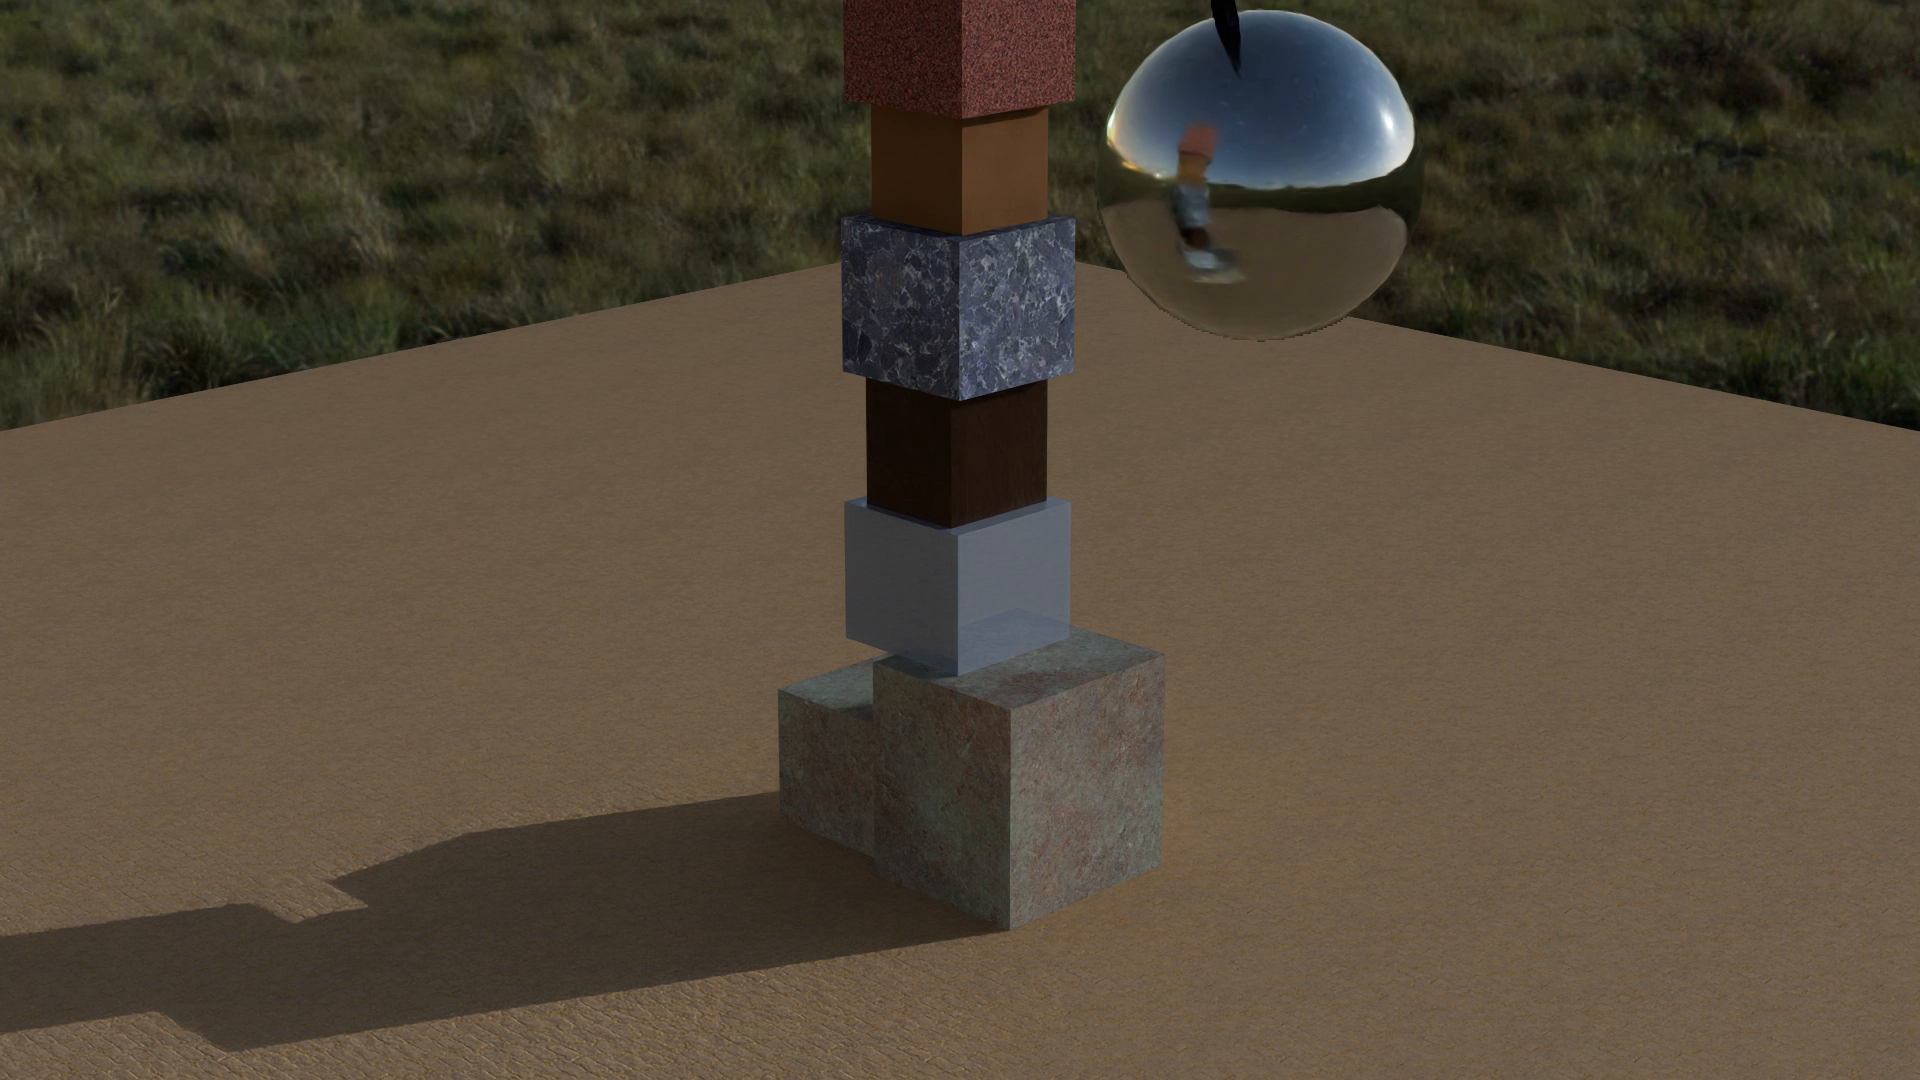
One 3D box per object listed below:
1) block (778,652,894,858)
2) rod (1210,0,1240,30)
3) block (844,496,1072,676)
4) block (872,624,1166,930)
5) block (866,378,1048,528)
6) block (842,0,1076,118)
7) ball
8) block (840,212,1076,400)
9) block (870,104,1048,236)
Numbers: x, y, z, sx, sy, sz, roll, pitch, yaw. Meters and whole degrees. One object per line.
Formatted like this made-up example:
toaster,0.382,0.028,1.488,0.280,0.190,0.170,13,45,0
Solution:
block,-0.304,1.020,13.990,0.798,0.664,0.784,-17,24,-42
rod,0.636,-4.575,12.570,0.080,5.200,0.080,17,44,42
block,-0.011,0.138,13.374,0.724,0.651,0.729,-17,24,-42
block,0.269,1.026,13.358,1.005,1.033,0.862,-17,24,-42
block,-0.014,-0.461,13.182,0.609,0.607,0.541,-17,24,-42
block,-0.003,-2.256,12.630,0.693,0.723,0.723,-17,24,-42
ball,1.467,-1.781,14.319,1.600,1.600,1.600,0,17,0
block,-0.008,-1.083,12.993,0.721,0.694,0.737,-17,24,-42
block,-0.002,-1.664,12.817,0.529,0.519,0.561,-17,24,-42
